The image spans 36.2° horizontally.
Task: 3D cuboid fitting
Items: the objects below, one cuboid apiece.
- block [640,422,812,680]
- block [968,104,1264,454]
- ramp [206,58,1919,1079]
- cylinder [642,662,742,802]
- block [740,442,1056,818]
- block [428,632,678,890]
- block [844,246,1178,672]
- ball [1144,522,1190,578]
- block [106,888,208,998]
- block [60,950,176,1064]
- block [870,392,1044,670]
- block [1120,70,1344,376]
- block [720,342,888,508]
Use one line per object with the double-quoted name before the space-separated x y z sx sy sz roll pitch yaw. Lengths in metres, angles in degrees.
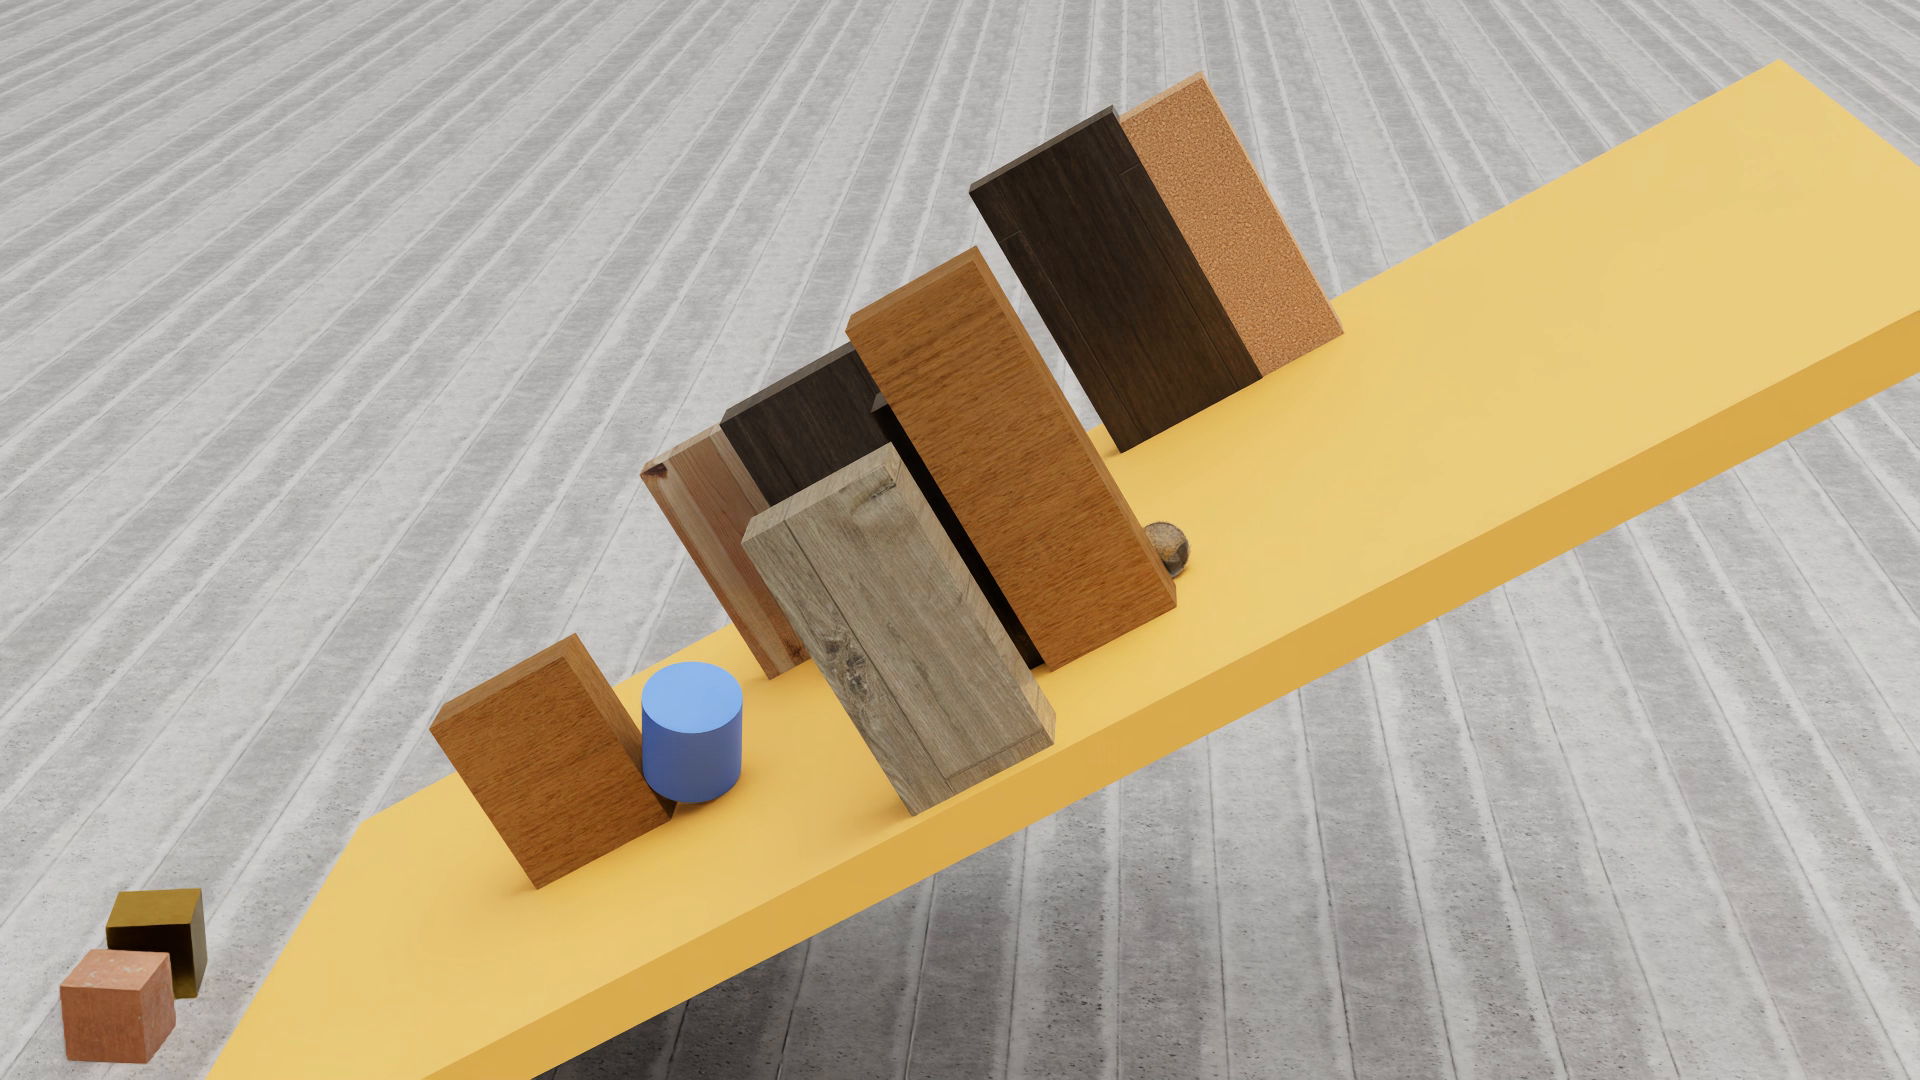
"block" -0.384 -0.029 6.667 0.444 0.565 0.093 -28 15 12
"block" 0.361 -0.595 6.758 0.374 0.708 0.097 -28 15 12
"ramp" 0.142 0.168 6.285 4.000 0.100 2.000 -28 15 12
"cylinder" -0.559 0.401 6.133 0.208 0.208 0.208 3 42 -2
"block" -0.106 0.166 5.369 0.300 0.607 0.148 -28 15 12
"block" -0.857 0.471 6.243 0.338 0.422 0.141 -28 15 12
"block" 0.104 -0.151 5.646 0.278 0.783 0.127 -28 15 12
"ball" 0.397 0.021 5.823 0.115 0.115 0.115 0 19 0
"block" -1.893 0.954 6.938 0.192 0.192 0.192 -2 19 -6
"block" -1.902 1.054 6.650 0.185 0.185 0.185 2 19 6
"block" 0.103 -0.077 5.754 0.275 0.607 0.132 -28 15 12
"block" 0.555 -0.683 6.726 0.365 0.675 0.097 -28 15 12
"block" -0.172 -0.110 6.397 0.433 0.618 0.117 -28 15 12
